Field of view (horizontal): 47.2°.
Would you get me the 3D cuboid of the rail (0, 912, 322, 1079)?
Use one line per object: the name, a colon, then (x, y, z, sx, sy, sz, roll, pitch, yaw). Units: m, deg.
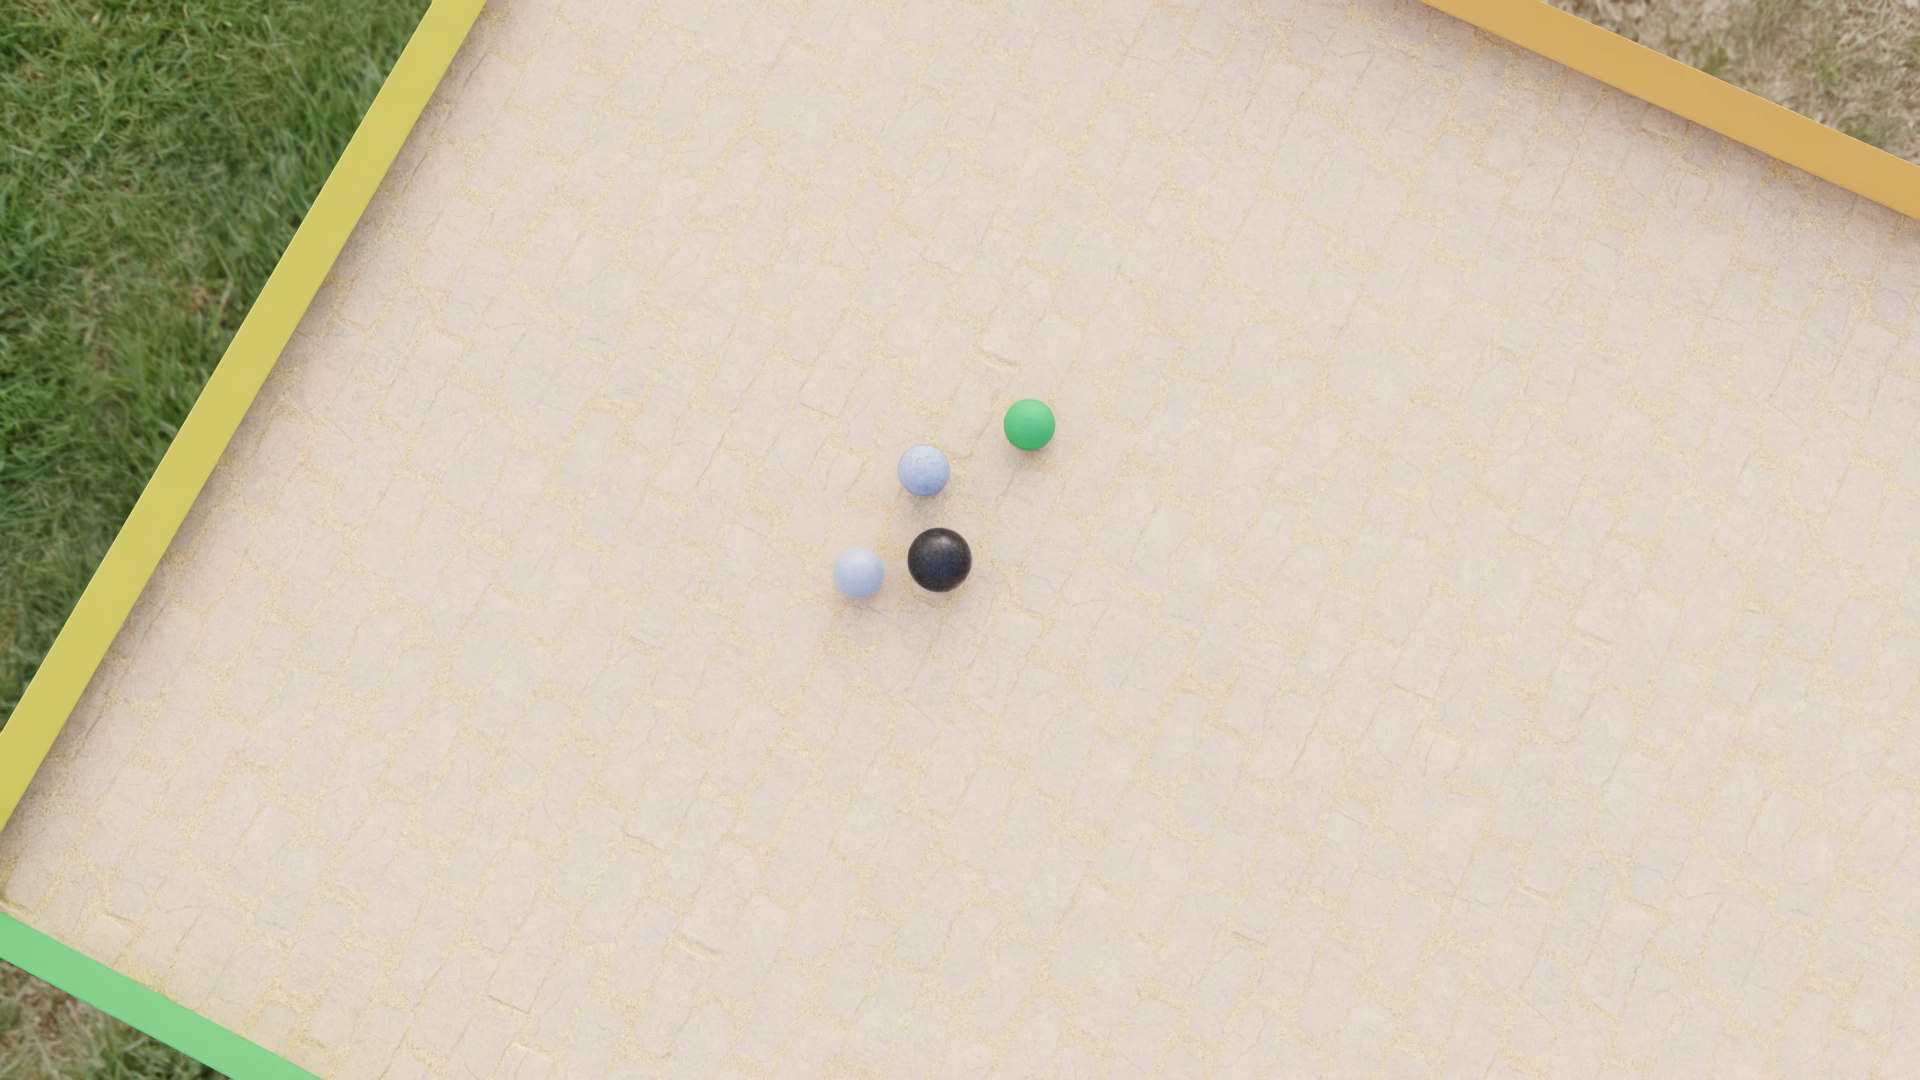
rail: (0.497, 1.454, 2.953, 4.417, 0.128, 0.045, 25, 78, 6)

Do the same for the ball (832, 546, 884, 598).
ball: (-0.153, 0.049, 3.303, 0.078, 0.078, 0.078, 0, 77, 0)

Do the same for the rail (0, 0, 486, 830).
rail: (-0.971, -0.468, 3.395, 0.045, 0.128, 2.301, 25, 78, 6)

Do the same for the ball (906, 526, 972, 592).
ball: (-0.030, 0.030, 3.297, 0.099, 0.099, 0.099, 0, 77, 0)

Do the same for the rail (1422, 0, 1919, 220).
rail: (1.487, -0.519, 3.407, 4.417, 0.128, 0.045, 25, 78, 6)

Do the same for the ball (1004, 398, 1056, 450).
ball: (0.106, -0.176, 3.354, 0.079, 0.079, 0.079, 0, 77, 0)

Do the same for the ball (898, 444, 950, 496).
ball: (-0.055, -0.106, 3.338, 0.080, 0.080, 0.080, 0, 77, 0)
